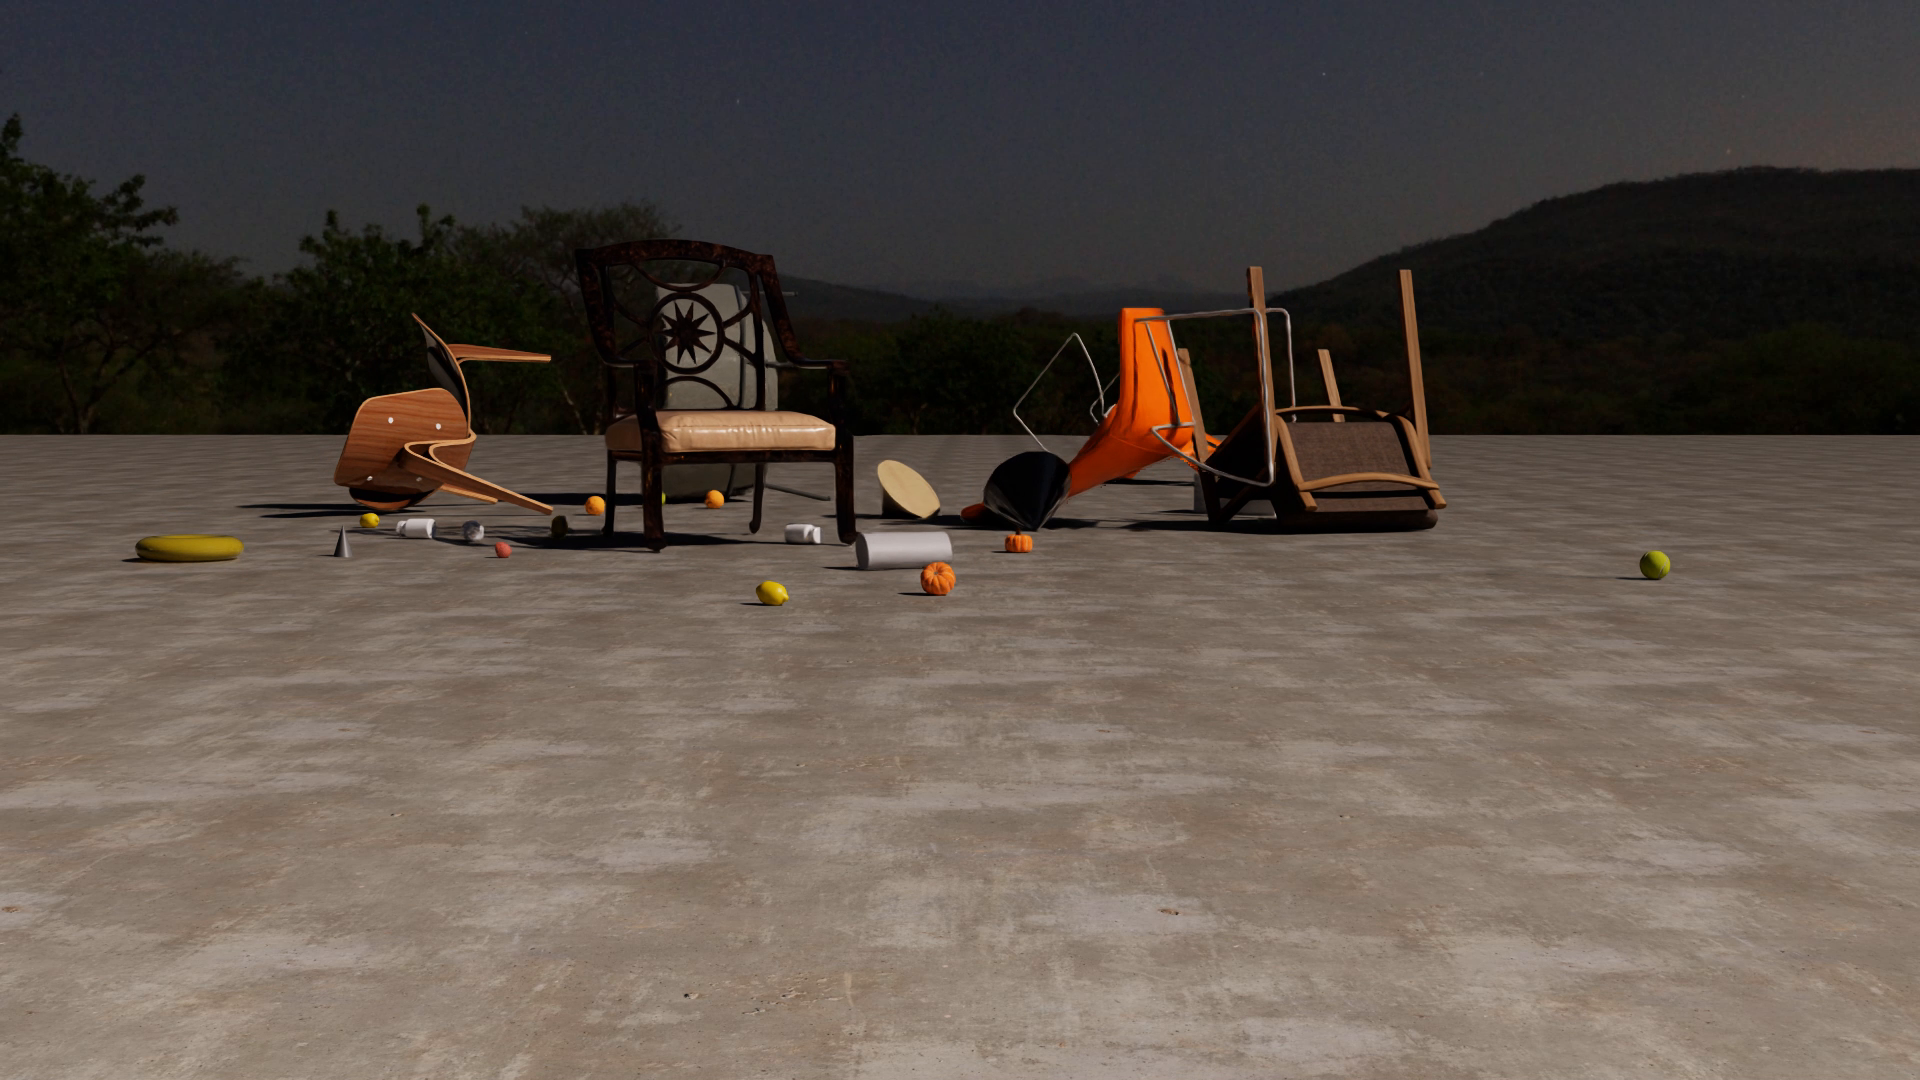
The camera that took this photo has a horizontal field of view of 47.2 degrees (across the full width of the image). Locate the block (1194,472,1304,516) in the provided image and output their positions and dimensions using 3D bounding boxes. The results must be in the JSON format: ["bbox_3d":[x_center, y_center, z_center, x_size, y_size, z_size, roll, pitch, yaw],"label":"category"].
[{"bbox_3d":[1.045,-0.169,7.955,0.326,0.144,0.223,3,5,35],"label":"block"}]

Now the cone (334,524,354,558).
[{"bbox_3d":[-1.659,0.000,5.914,0.052,0.087,0.094,-1,4,-21],"label":"cone"}]

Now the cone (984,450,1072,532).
[{"bbox_3d":[0.226,-0.093,6.974,0.267,0.312,0.234,28,29,-24],"label":"cone"}]

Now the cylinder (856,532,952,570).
[{"bbox_3d":[-0.141,0.026,5.499,0.219,0.085,0.109,-1,33,-21],"label":"cylinder"}]

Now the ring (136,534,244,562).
[{"bbox_3d":[-2.024,0.022,5.780,0.272,0.063,0.257,0,3,-12],"label":"ring"}]

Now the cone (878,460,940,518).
[{"bbox_3d":[-0.225,-0.131,7.734,0.150,0.263,0.289,-45,-29,26],"label":"cone"}]

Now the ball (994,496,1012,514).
[{"bbox_3d":[0.157,-0.129,7.960,0.064,0.064,0.064,0,4,0],"label":"ball"}]
